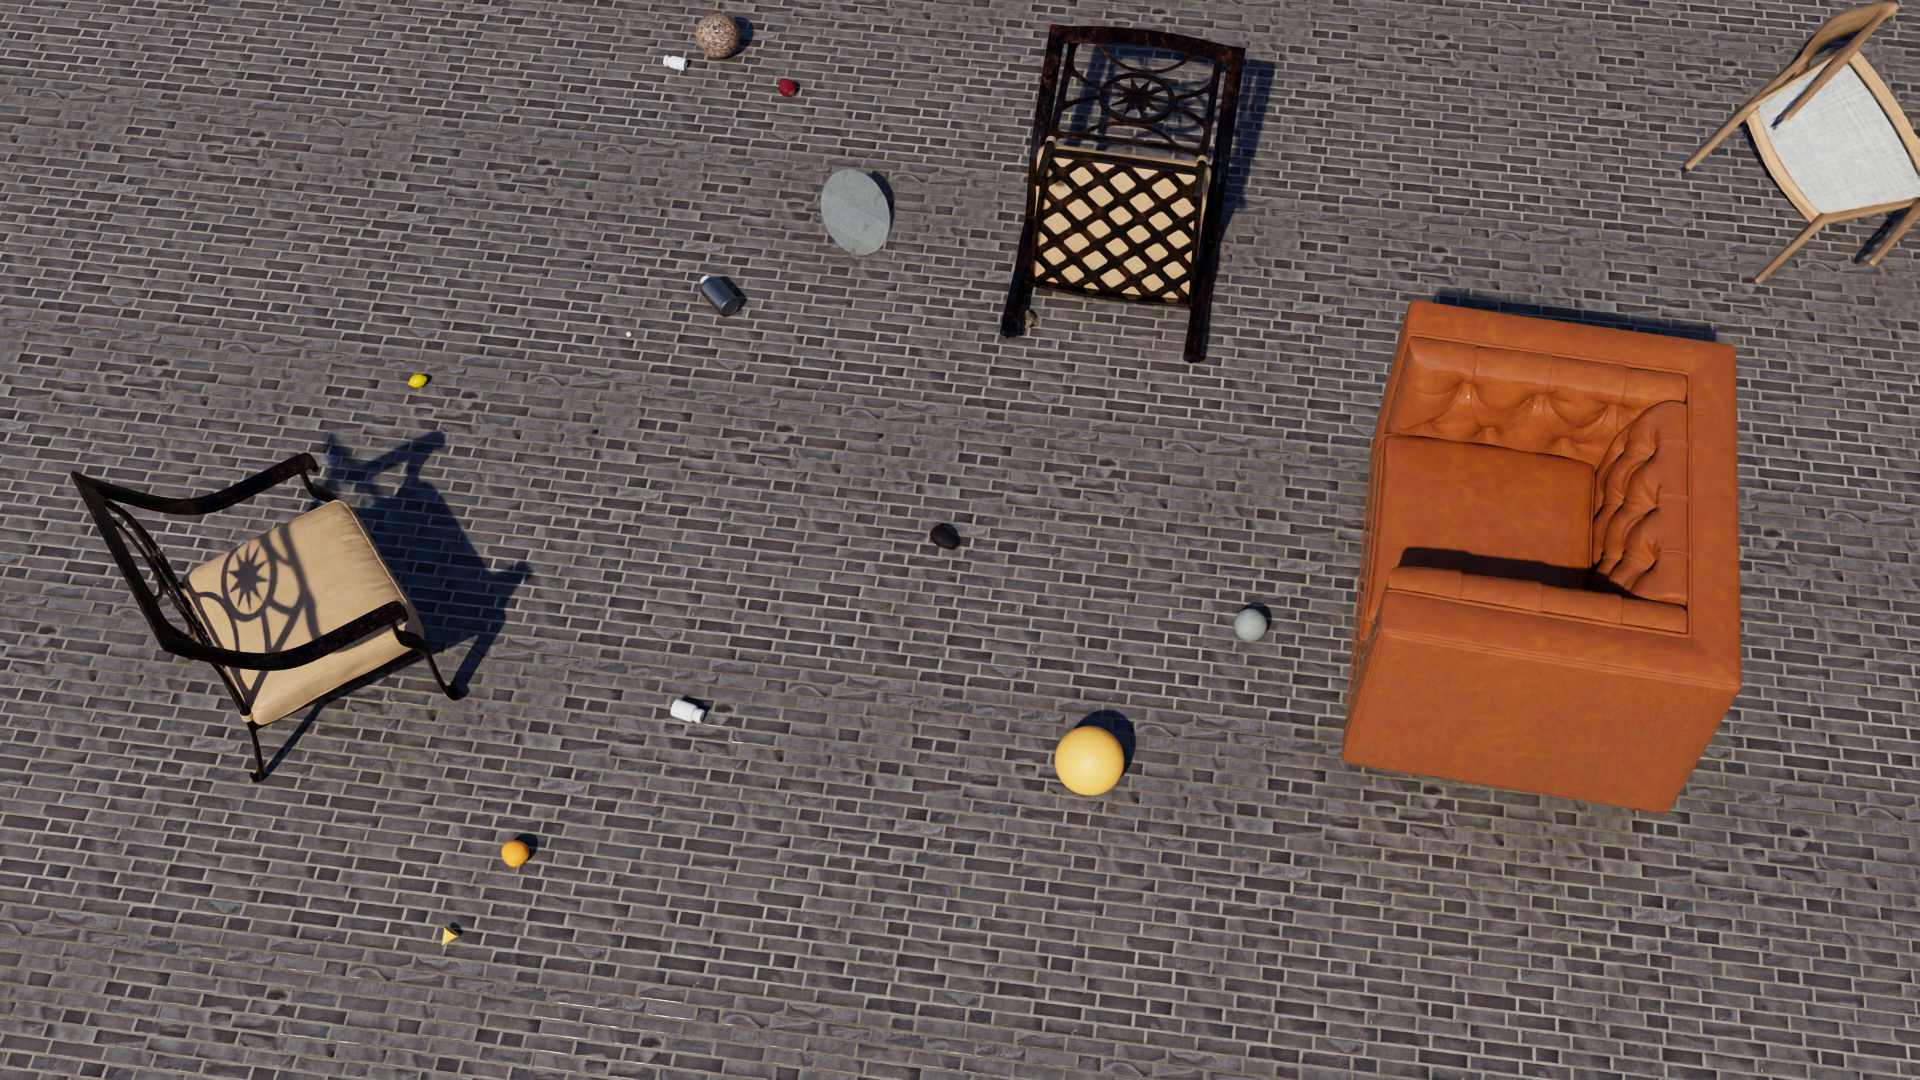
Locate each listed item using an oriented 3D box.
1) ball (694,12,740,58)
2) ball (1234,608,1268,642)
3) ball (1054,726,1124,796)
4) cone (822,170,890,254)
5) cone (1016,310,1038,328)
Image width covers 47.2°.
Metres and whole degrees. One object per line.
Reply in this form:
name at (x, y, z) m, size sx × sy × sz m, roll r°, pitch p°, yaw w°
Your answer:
ball at (-0.844, -1.758, 7.659) m, size 0.157 × 0.157 × 0.157 m, roll 0°, pitch 56°, yaw 0°
ball at (0.840, 0.245, 6.351) m, size 0.097 × 0.097 × 0.097 m, roll 0°, pitch 56°, yaw 0°
ball at (0.356, 0.607, 6.051) m, size 0.193 × 0.193 × 0.193 m, roll 0°, pitch 56°, yaw 0°
cone at (-0.386, -1.059, 7.223) m, size 0.285 × 0.145 × 0.284 m, roll 33°, pitch 63°, yaw -32°
cone at (0.215, -0.720, 7.027) m, size 0.067 × 0.050 × 0.076 m, roll 30°, pitch 61°, yaw 18°
